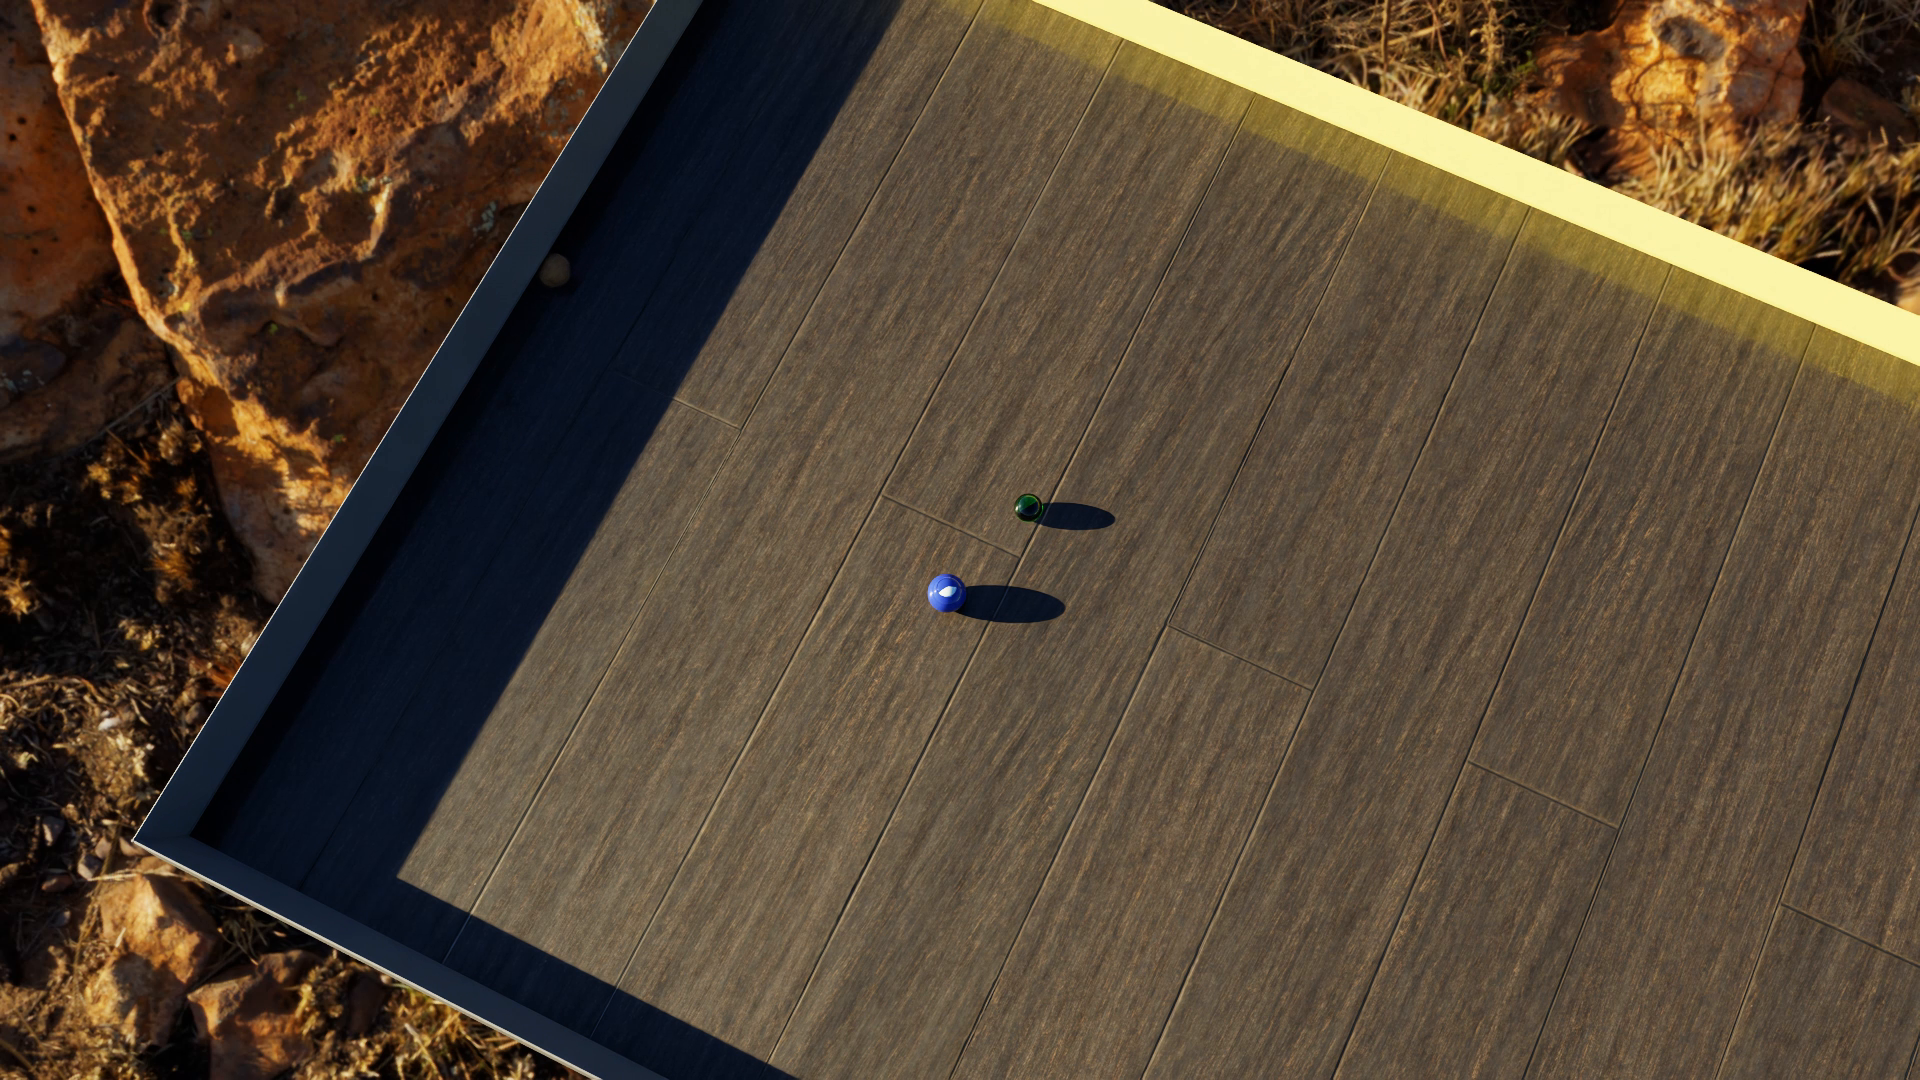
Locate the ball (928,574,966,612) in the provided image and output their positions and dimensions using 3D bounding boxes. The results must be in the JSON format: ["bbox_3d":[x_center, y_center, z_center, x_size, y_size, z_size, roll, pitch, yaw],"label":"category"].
[{"bbox_3d":[-0.020,0.083,3.420,0.061,0.061,0.061,0,70,0],"label":"ball"}]

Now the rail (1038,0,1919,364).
[{"bbox_3d":[1.194,-0.460,3.588,3.463,0.118,0.045,24,72,9],"label":"rail"}]

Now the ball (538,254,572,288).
[{"bbox_3d":[-0.667,-0.443,3.615,0.056,0.056,0.056,0,70,0],"label":"ball"}]

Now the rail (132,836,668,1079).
[{"bbox_3d":[0.363,1.147,2.997,3.463,0.118,0.045,24,72,9],"label":"rail"}]

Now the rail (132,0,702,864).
[{"bbox_3d":[-0.757,-0.356,3.550,0.045,0.118,1.951,24,72,9],"label":"rail"}]

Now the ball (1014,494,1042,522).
[{"bbox_3d":[0.108,-0.051,3.477,0.046,0.046,0.046,0,70,0],"label":"ball"}]
